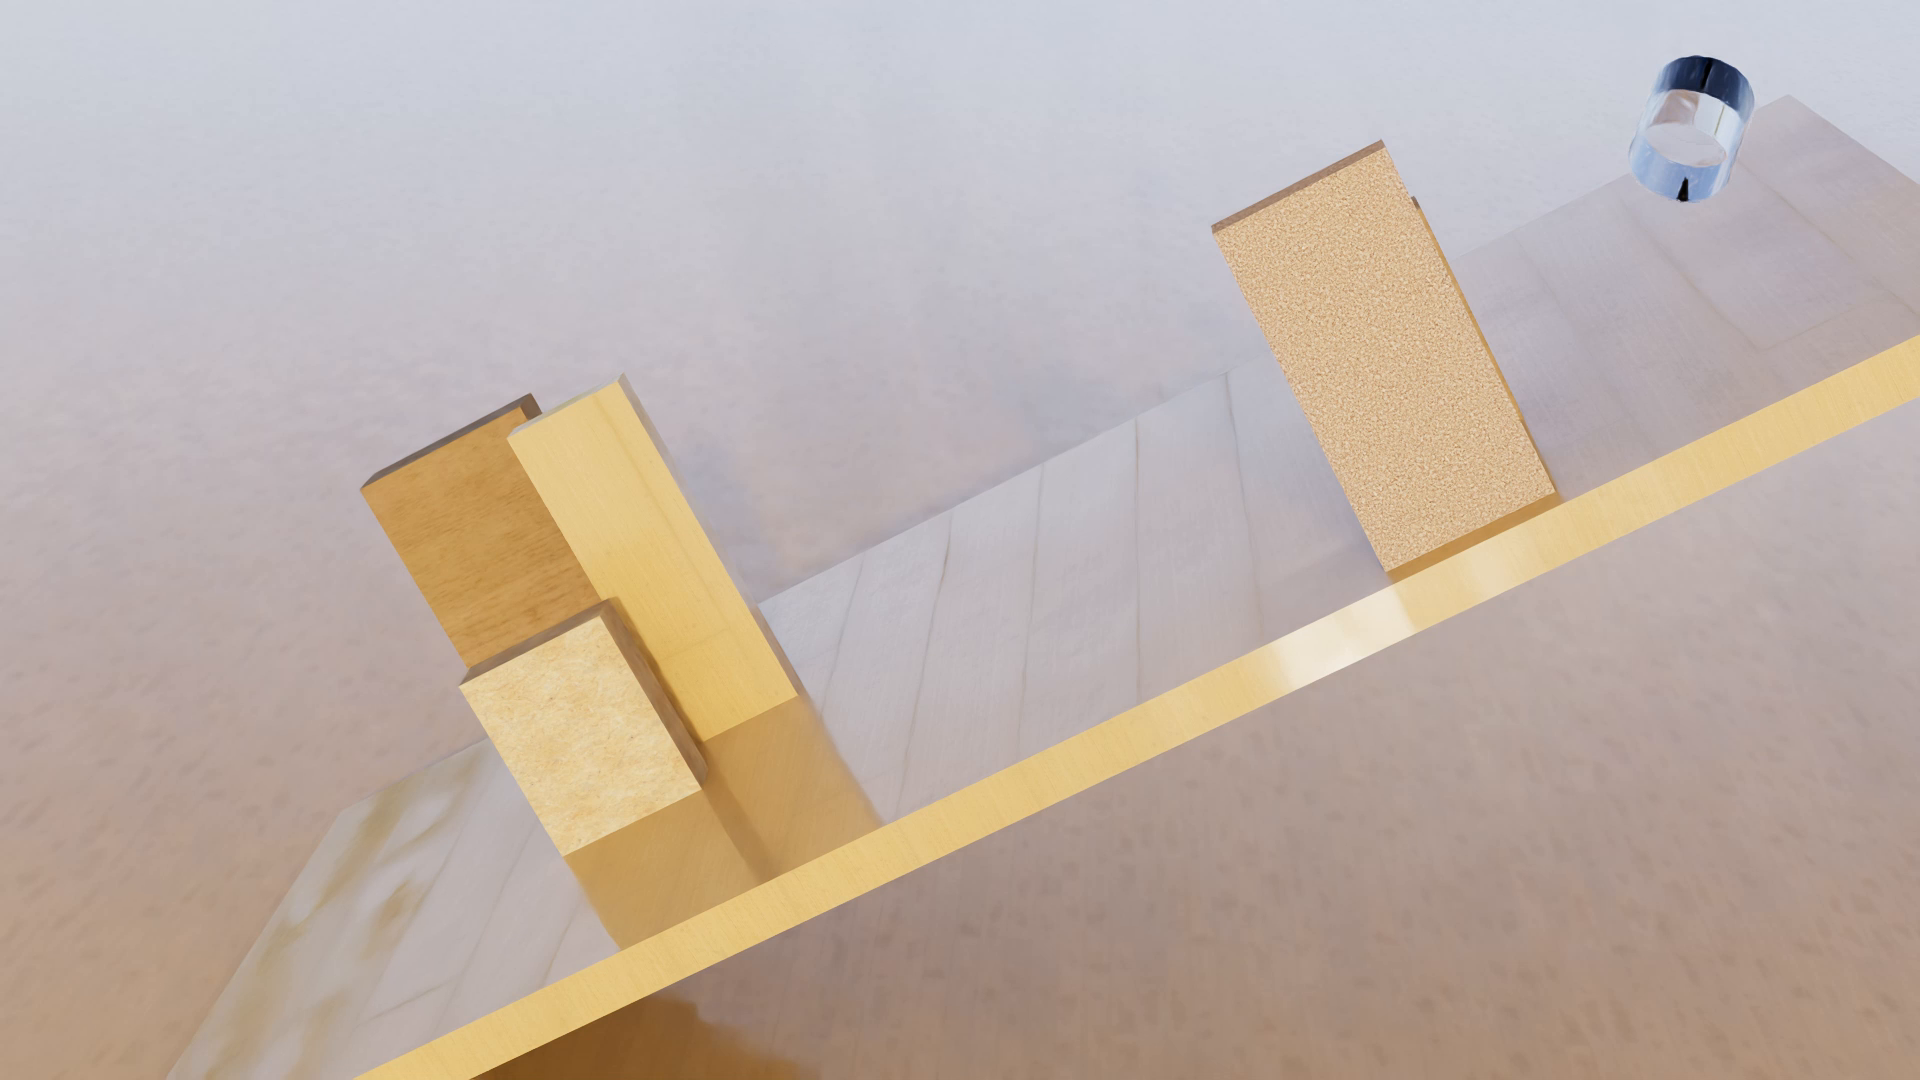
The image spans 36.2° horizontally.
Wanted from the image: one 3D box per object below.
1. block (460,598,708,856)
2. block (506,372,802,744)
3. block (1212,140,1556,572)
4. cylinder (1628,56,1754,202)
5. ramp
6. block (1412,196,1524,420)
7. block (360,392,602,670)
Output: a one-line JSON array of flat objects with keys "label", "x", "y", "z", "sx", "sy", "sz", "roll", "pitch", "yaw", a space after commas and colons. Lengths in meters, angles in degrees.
[{"label": "block", "x": -0.788, "y": 0.395, "z": 6.184, "sx": 0.340, "sy": 0.429, "sz": 0.117, "roll": -26, "pitch": 14, "yaw": 11}, {"label": "block", "x": -0.660, "y": 0.049, "z": 6.399, "sx": 0.276, "sy": 0.796, "sz": 0.082, "roll": -26, "pitch": 14, "yaw": 11}, {"label": "block", "x": 0.745, "y": -0.319, "z": 5.175, "sx": 0.330, "sy": 0.689, "sz": 0.082, "roll": -26, "pitch": 14, "yaw": 11}, {"label": "cylinder", "x": 1.407, "y": -0.791, "z": 5.655, "sx": 0.196, "sy": 0.196, "sz": 0.196, "roll": 8, "pitch": 52, "yaw": 25}, {"label": "ramp", "x": 0.141, "y": 0.167, "z": 6.281, "sx": 4.000, "sy": 0.100, "sz": 2.000, "roll": -26, "pitch": 14, "yaw": 11}, {"label": "block", "x": 0.843, "y": -0.381, "z": 5.685, "sx": 0.310, "sy": 0.460, "sz": 0.129, "roll": -26, "pitch": 14, "yaw": 11}, {"label": "block", "x": -0.994, "y": 0.110, "z": 6.839, "sx": 0.429, "sy": 0.794, "sz": 0.130, "roll": -26, "pitch": 14, "yaw": 11}]
